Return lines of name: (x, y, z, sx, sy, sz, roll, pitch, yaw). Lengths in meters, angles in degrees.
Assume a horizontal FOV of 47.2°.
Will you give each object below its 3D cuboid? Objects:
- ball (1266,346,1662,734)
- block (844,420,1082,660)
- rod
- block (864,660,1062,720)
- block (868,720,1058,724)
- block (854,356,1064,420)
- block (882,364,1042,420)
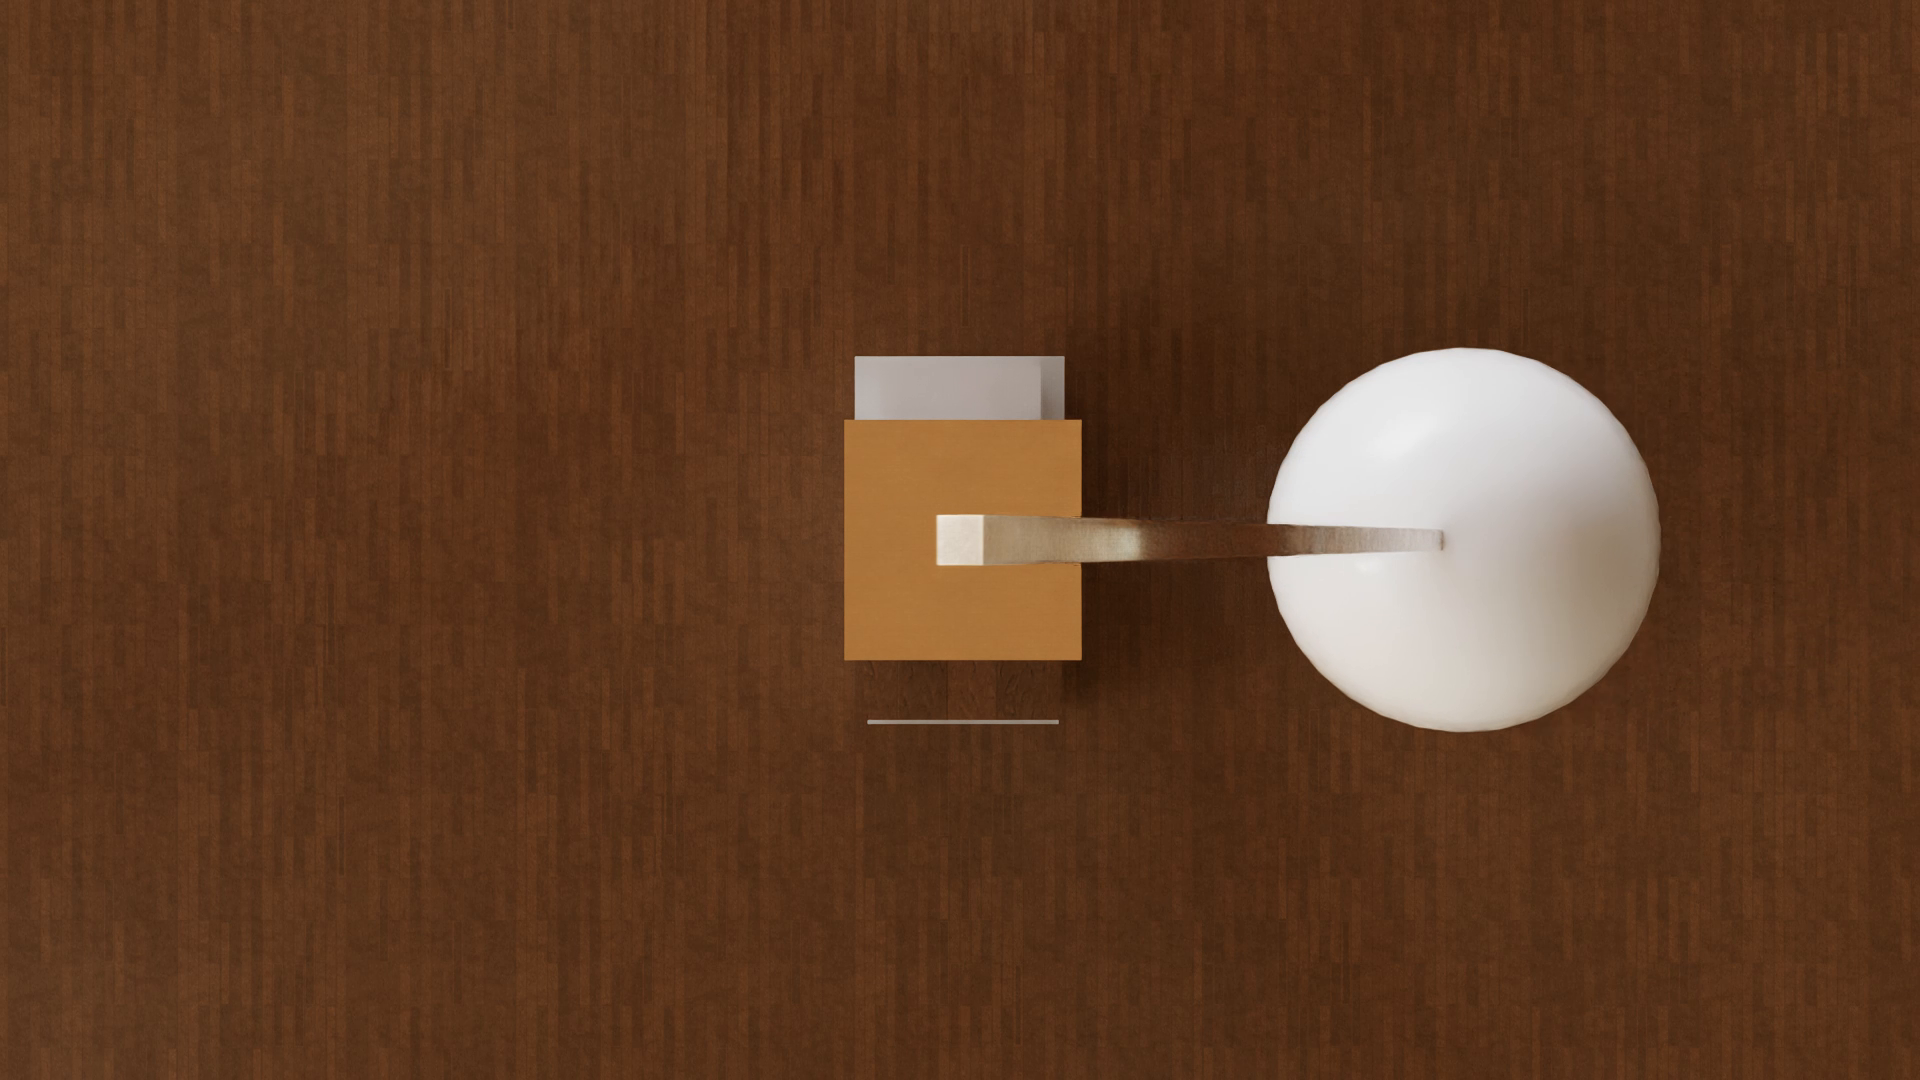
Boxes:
ball: (2.074, 0.000, 9.129, 1.600, 1.600, 1.600, 0, 90, 0)
block: (0.010, 0.000, 7.548, 0.773, 0.765, 0.784, 0, 90, 0)
rod: (0.899, 0.000, 5.939, 0.080, 5.200, 0.080, 0, 90, 20)
block: (0.015, 0.424, 11.523, 0.994, 0.950, 0.960, 0, 90, 0)
block: (0.017, 0.502, 12.499, 1.040, 1.002, 1.002, 0, 90, 0)
block: (-0.002, -0.506, 12.509, 1.145, 0.981, 0.994, 0, 90, 0)
block: (0.008, -0.485, 11.663, 0.820, 0.711, 0.838, 0, 90, 0)
